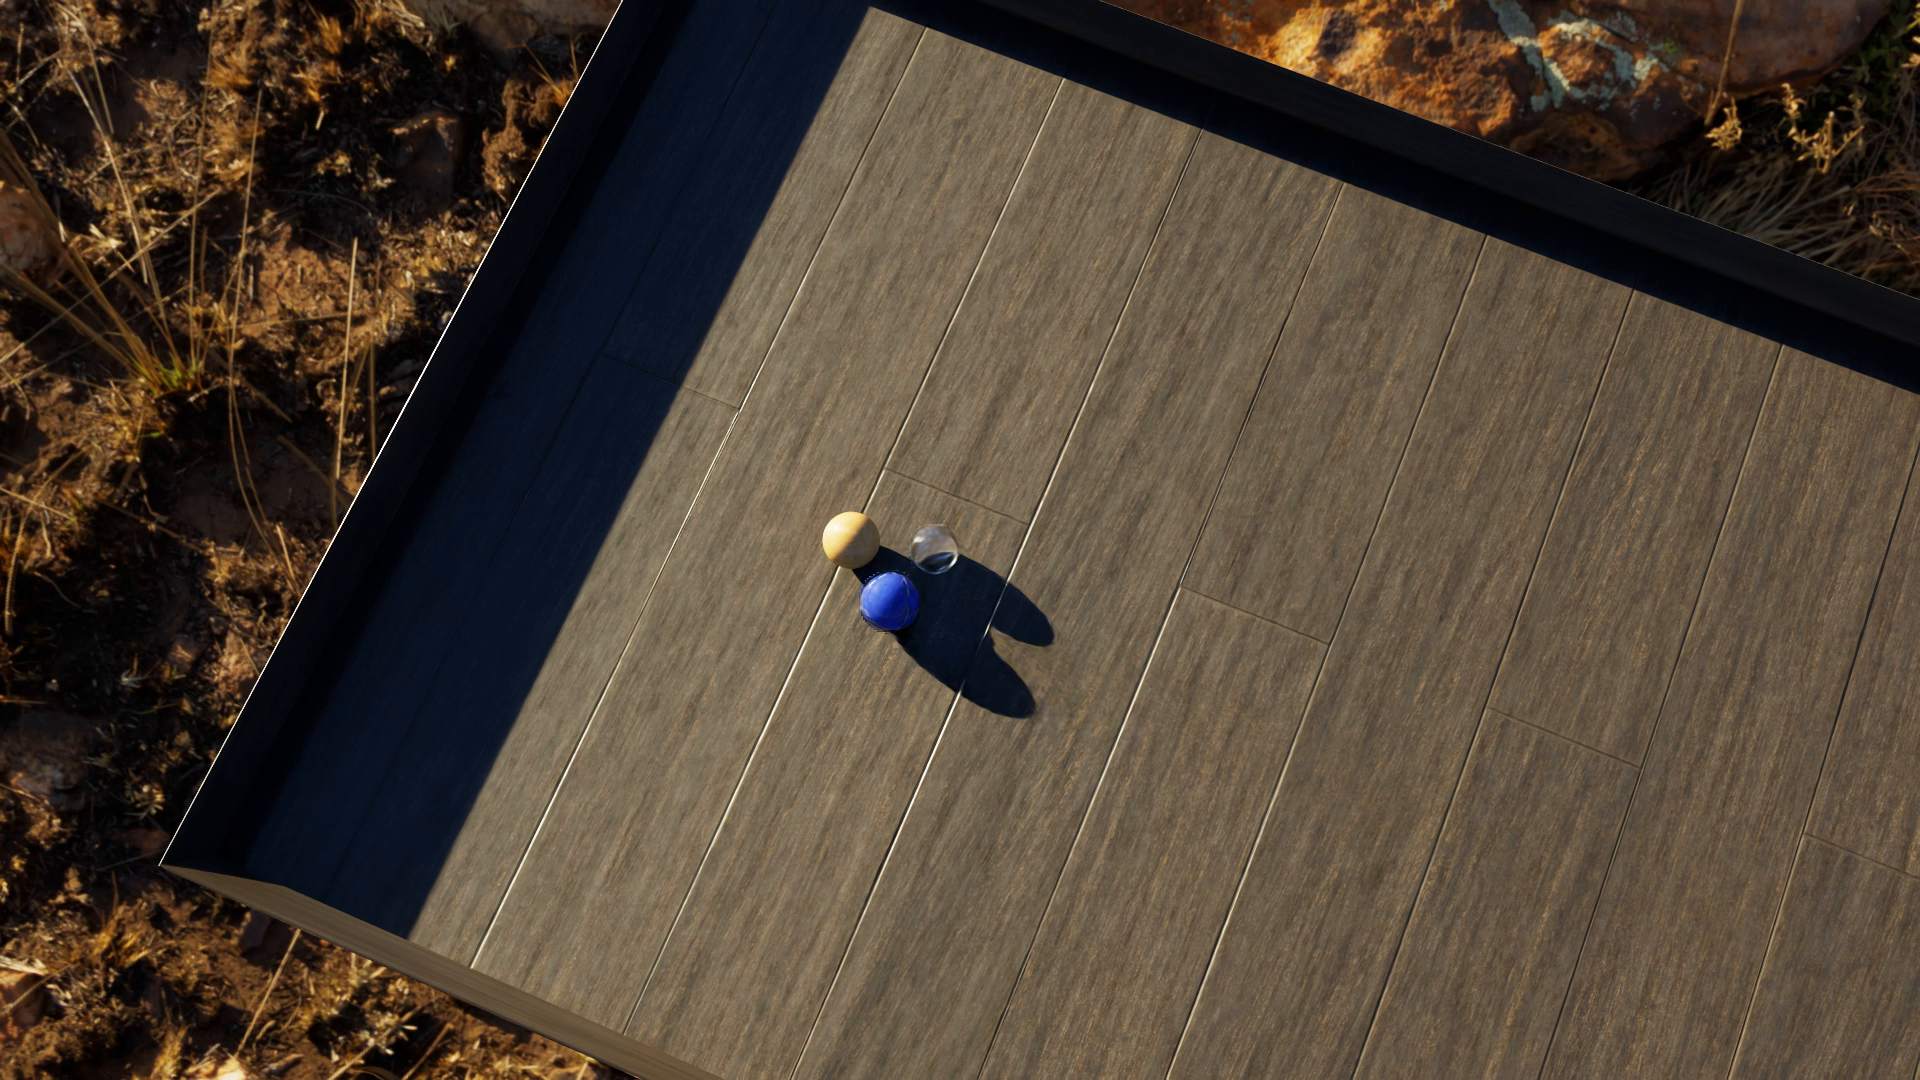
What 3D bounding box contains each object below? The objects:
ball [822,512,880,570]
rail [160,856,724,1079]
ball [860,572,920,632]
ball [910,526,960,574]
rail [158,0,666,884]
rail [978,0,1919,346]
[{"bbox_3d":[-0.168,0.001,3.391,0.089,0.089,0.089,0,72,0],"label":"ball"},{"bbox_3d":[0.445,1.102,3.016,3.449,0.117,0.045,22,73,7],"label":"rail"},{"bbox_3d":[-0.106,0.095,3.360,0.090,0.090,0.090,0,72,0],"label":"ball"},{"bbox_3d":[-0.039,0.015,3.394,0.075,0.075,0.075,0,72,0],"label":"ball"},{"bbox_3d":[-0.773,-0.315,3.478,0.045,0.117,1.849,22,73,7],"label":"rail"},{"bbox_3d":[1.144,-0.477,3.531,3.449,0.117,0.045,22,73,7],"label":"rail"}]
